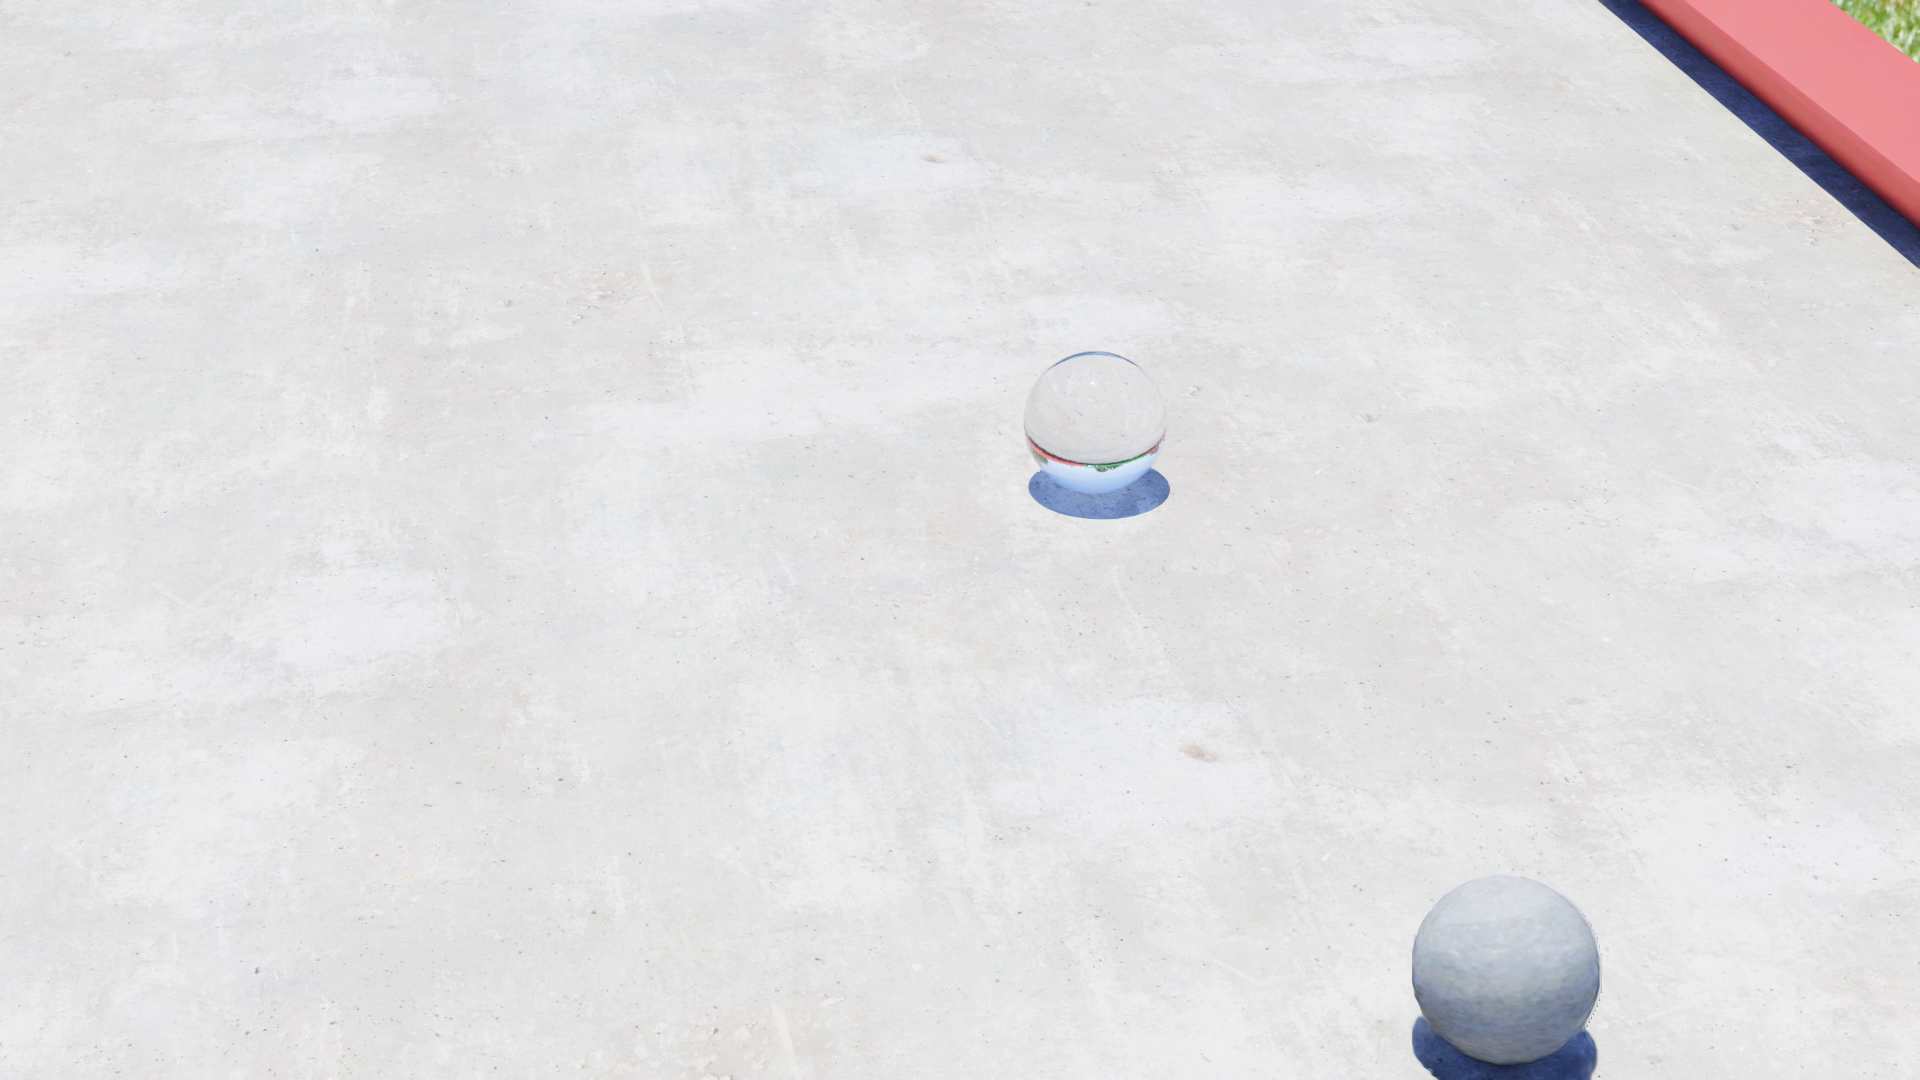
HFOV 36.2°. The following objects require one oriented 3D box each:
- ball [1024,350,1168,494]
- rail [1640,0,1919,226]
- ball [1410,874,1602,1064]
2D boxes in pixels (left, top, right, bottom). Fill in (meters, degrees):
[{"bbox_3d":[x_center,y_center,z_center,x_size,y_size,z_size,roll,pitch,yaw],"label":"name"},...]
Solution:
[{"bbox_3d":[0.091,-0.079,1.972,0.097,0.097,0.097,0,27,0],"label":"ball"},{"bbox_3d":[0.716,-0.455,2.665,0.045,0.125,3.281,-4,28,-8],"label":"rail"},{"bbox_3d":[0.264,0.208,1.425,0.091,0.091,0.091,0,27,0],"label":"ball"}]
